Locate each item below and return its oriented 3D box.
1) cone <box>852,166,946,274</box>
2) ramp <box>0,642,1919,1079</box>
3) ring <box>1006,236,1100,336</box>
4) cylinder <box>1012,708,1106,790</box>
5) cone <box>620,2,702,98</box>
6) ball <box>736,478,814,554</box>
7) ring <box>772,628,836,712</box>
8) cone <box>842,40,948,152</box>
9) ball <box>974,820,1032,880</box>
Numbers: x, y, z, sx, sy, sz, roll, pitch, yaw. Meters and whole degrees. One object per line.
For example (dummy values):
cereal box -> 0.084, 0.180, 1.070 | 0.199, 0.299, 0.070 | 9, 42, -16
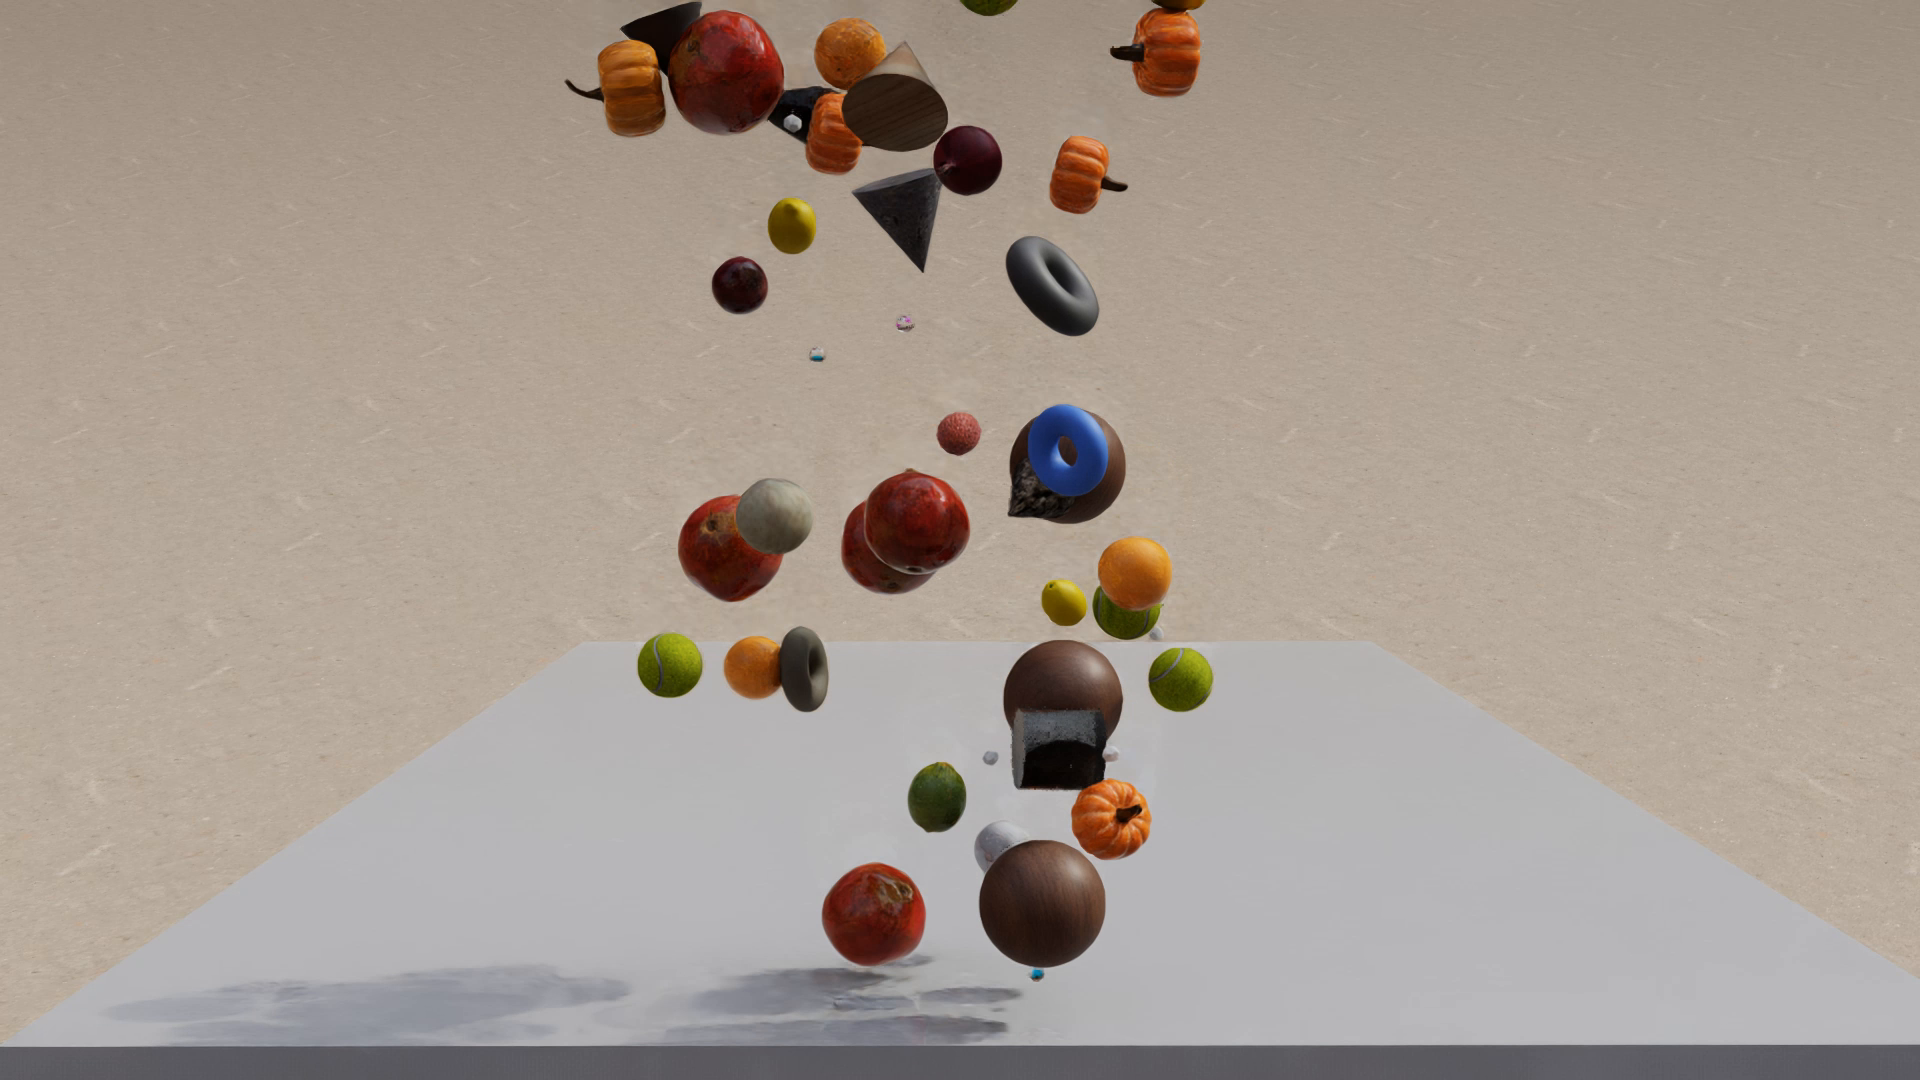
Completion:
cone -> -0.046, -0.295, 2.420 | 0.092, 0.092, 0.092 | -14, 13, 3
ramp -> 0.047, 0.428, 4.533 | 2.000, 0.100, 4.000 | 0, 3, 0
ring -> 0.097, -0.266, 2.686 | 0.041, 0.122, 0.122 | -40, 5, 25
cylinder -> 0.101, 0.215, 2.631 | 0.083, 0.083, 0.083 | 2, 20, -8
cone -> -0.275, -0.465, 2.476 | 0.083, 0.083, 0.083 | -18, 8, 3
ball -> -0.181, -0.023, 2.505 | 0.076, 0.076, 0.076 | 0, 20, 0
ring -> -0.175, 0.146, 2.892 | 0.032, 0.097, 0.097 | -19, 10, 29
cone -> -0.053, -0.412, 2.283 | 0.094, 0.094, 0.094 | 2, 53, 5
ball -> 0.049, 0.352, 2.922 | 0.067, 0.067, 0.067 | 0, 20, 0
